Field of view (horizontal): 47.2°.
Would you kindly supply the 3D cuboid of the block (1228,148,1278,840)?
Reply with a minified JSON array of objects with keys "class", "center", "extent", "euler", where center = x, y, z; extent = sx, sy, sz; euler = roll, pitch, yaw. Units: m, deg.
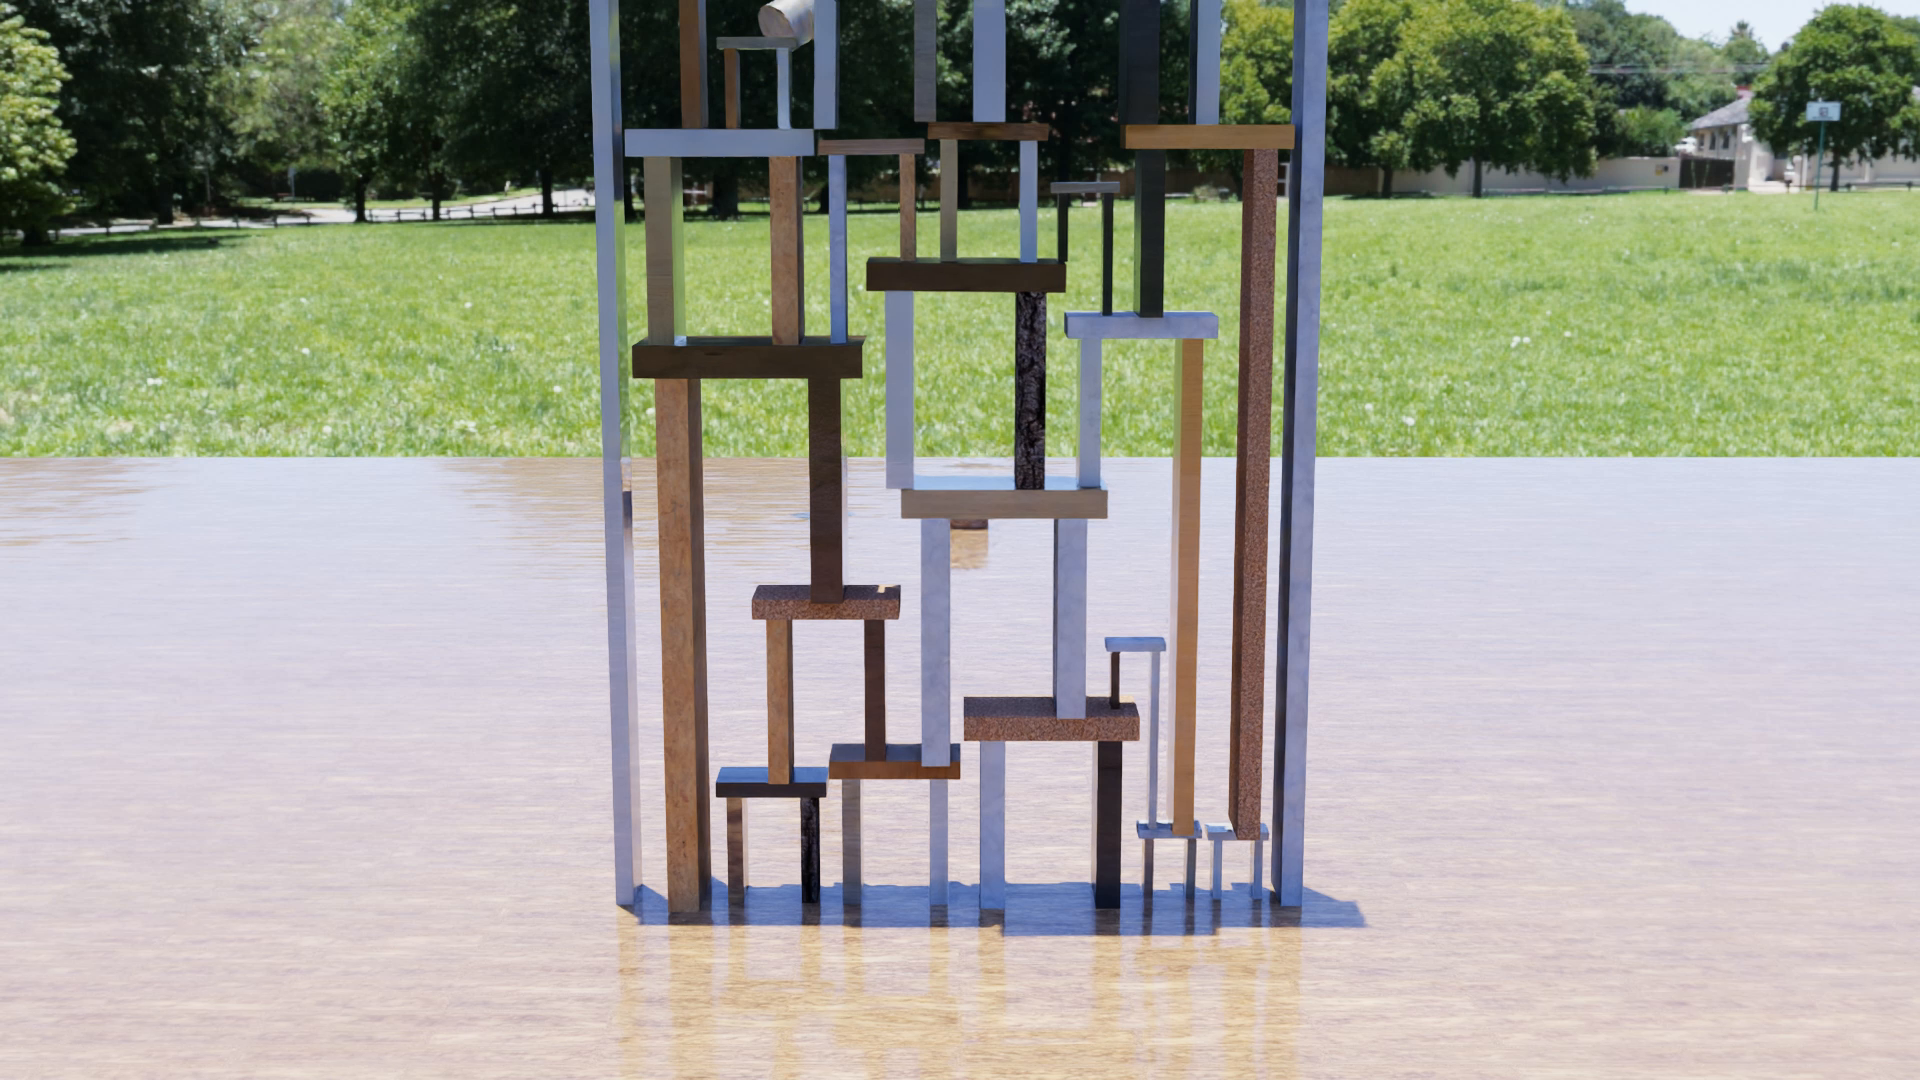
[{"class":"block","center":[0.471,-0.068,3.545],"extent":[0.037,1.109,0.130],"euler":[0,11,0]}]

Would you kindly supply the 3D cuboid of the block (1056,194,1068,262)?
[{"class":"block","center":[0.161,-0.494,3.468],"extent":[0.015,0.107,0.054],"euler":[0,11,0]}]

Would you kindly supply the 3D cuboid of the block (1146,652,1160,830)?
[{"class":"block","center":[0.318,0.324,3.621],"extent":[0.014,0.301,0.048],"euler":[0,10,-1]}]

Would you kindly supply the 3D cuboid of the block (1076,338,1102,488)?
[{"class":"block","center":[0.206,-0.210,3.522],"extent":[0.033,0.236,0.118],"euler":[0,11,1]}]

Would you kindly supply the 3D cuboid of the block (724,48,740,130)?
[{"class":"block","center":[-0.354,-0.702,3.426],"extent":[0.017,0.122,0.061],"euler":[0,11,0]}]

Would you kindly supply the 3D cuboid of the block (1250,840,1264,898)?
[{"class":"block","center":[0.493,0.541,3.659],"extent":[0.014,0.101,0.050],"euler":[0,11,0]}]

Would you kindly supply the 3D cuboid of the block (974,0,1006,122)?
[{"class":"block","center":[0.046,-0.821,3.398],"extent":[0.049,0.345,0.172],"euler":[0,11,1]}]

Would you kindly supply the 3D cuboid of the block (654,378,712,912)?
[{"class":"block","center":[-0.450,0.161,3.590],"extent":[0.051,0.872,0.179],"euler":[0,11,0]}]

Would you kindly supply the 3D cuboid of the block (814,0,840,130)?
[{"class":"block","center":[-0.206,-0.760,3.415],"extent":[0.033,0.241,0.116],"euler":[1,11,0]}]

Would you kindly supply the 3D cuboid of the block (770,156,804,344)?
[{"class":"block","center":[-0.273,-0.460,3.477],"extent":[0.041,0.290,0.145],"euler":[0,11,0]}]

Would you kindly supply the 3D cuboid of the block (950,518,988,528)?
[{"class":"block","center":[0.018,-0.124,7.100],"extent":[0.125,0.125,0.125],"euler":[-2,24,-12]}]

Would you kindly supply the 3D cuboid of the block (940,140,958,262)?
[{"class":"block","center":[-0.018,-0.535,3.462],"extent":[0.027,0.187,0.094],"euler":[0,11,0]}]

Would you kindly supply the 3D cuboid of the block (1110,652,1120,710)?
[{"class":"block","center":[0.253,0.224,3.601],"extent":[0.014,0.096,0.048],"euler":[0,10,0]}]

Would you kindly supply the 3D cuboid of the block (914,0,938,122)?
[{"class":"block","center":[-0.053,-0.767,3.412],"extent":[0.033,0.231,0.116],"euler":[0,11,0]}]

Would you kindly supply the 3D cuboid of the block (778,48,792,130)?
[{"class":"block","center":[-0.273,-0.702,3.426],"extent":[0.017,0.122,0.061],"euler":[0,11,0]}]

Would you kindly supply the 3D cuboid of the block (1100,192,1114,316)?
[{"class":"block","center":[0.232,-0.453,3.476],"extent":[0.015,0.191,0.054],"euler":[0,11,0]}]

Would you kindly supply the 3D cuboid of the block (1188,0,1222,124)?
[{"class":"block","center":[0.380,-0.770,3.416],"extent":[0.035,0.246,0.123],"euler":[0,11,0]}]

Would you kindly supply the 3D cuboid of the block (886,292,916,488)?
[{"class":"block","center":[-0.095,-0.247,3.511],"extent":[0.044,0.310,0.155],"euler":[0,11,0]}]

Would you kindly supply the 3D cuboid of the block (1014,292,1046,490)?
[{"class":"block","center":[0.112,-0.246,3.513],"extent":[0.044,0.310,0.155],"euler":[0,10,0]}]

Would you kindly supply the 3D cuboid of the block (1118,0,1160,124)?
[{"class":"block","center":[0.277,-0.819,3.402],"extent":[0.049,0.347,0.172],"euler":[0,11,0]}]

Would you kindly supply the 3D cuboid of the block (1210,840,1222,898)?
[{"class":"block","center":[0.426,0.541,3.659],"extent":[0.014,0.101,0.050],"euler":[0,10,0]}]

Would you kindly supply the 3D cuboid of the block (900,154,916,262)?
[{"class":"block","center":[-0.082,-0.524,3.463],"extent":[0.023,0.165,0.082],"euler":[0,11,0]}]

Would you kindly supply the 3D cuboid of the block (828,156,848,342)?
[{"class":"block","center":[-0.192,-0.461,3.476],"extent":[0.023,0.291,0.082],"euler":[0,11,0]}]

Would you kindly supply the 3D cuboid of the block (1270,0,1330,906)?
[{"class":"block","center":[0.544,-0.151,3.532],"extent":[0.035,1.506,0.123],"euler":[0,11,0]}]

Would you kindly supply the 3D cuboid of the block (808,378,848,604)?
[{"class":"block","center":[-0.211,-0.092,3.543],"extent":[0.051,0.358,0.179],"euler":[0,11,0]}]

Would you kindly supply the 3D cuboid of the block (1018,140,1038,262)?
[{"class":"block","center":[0.107,-0.534,3.463],"extent":[0.027,0.187,0.094],"euler":[0,11,0]}]

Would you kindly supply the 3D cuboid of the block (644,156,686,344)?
[{"class":"block","center":[-0.466,-0.460,3.476],"extent":[0.041,0.290,0.145],"euler":[0,11,0]}]

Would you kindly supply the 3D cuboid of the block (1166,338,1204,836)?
[{"class":"block","center":[0.365,0.073,3.576],"extent":[0.033,0.812,0.118],"euler":[0,11,0]}]

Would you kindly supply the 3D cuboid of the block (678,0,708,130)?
[{"class":"block","center":[-0.414,-0.743,3.419],"extent":[0.029,0.206,0.103],"euler":[0,11,0]}]

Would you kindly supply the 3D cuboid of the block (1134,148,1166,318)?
[{"class":"block","center":[0.298,-0.486,3.467],"extent":[0.037,0.259,0.130],"euler":[0,11,0]}]

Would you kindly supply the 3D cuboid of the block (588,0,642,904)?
[{"class":"block","center":[-0.551,-0.127,3.534],"extent":[0.029,1.460,0.103],"euler":[0,11,0]}]
